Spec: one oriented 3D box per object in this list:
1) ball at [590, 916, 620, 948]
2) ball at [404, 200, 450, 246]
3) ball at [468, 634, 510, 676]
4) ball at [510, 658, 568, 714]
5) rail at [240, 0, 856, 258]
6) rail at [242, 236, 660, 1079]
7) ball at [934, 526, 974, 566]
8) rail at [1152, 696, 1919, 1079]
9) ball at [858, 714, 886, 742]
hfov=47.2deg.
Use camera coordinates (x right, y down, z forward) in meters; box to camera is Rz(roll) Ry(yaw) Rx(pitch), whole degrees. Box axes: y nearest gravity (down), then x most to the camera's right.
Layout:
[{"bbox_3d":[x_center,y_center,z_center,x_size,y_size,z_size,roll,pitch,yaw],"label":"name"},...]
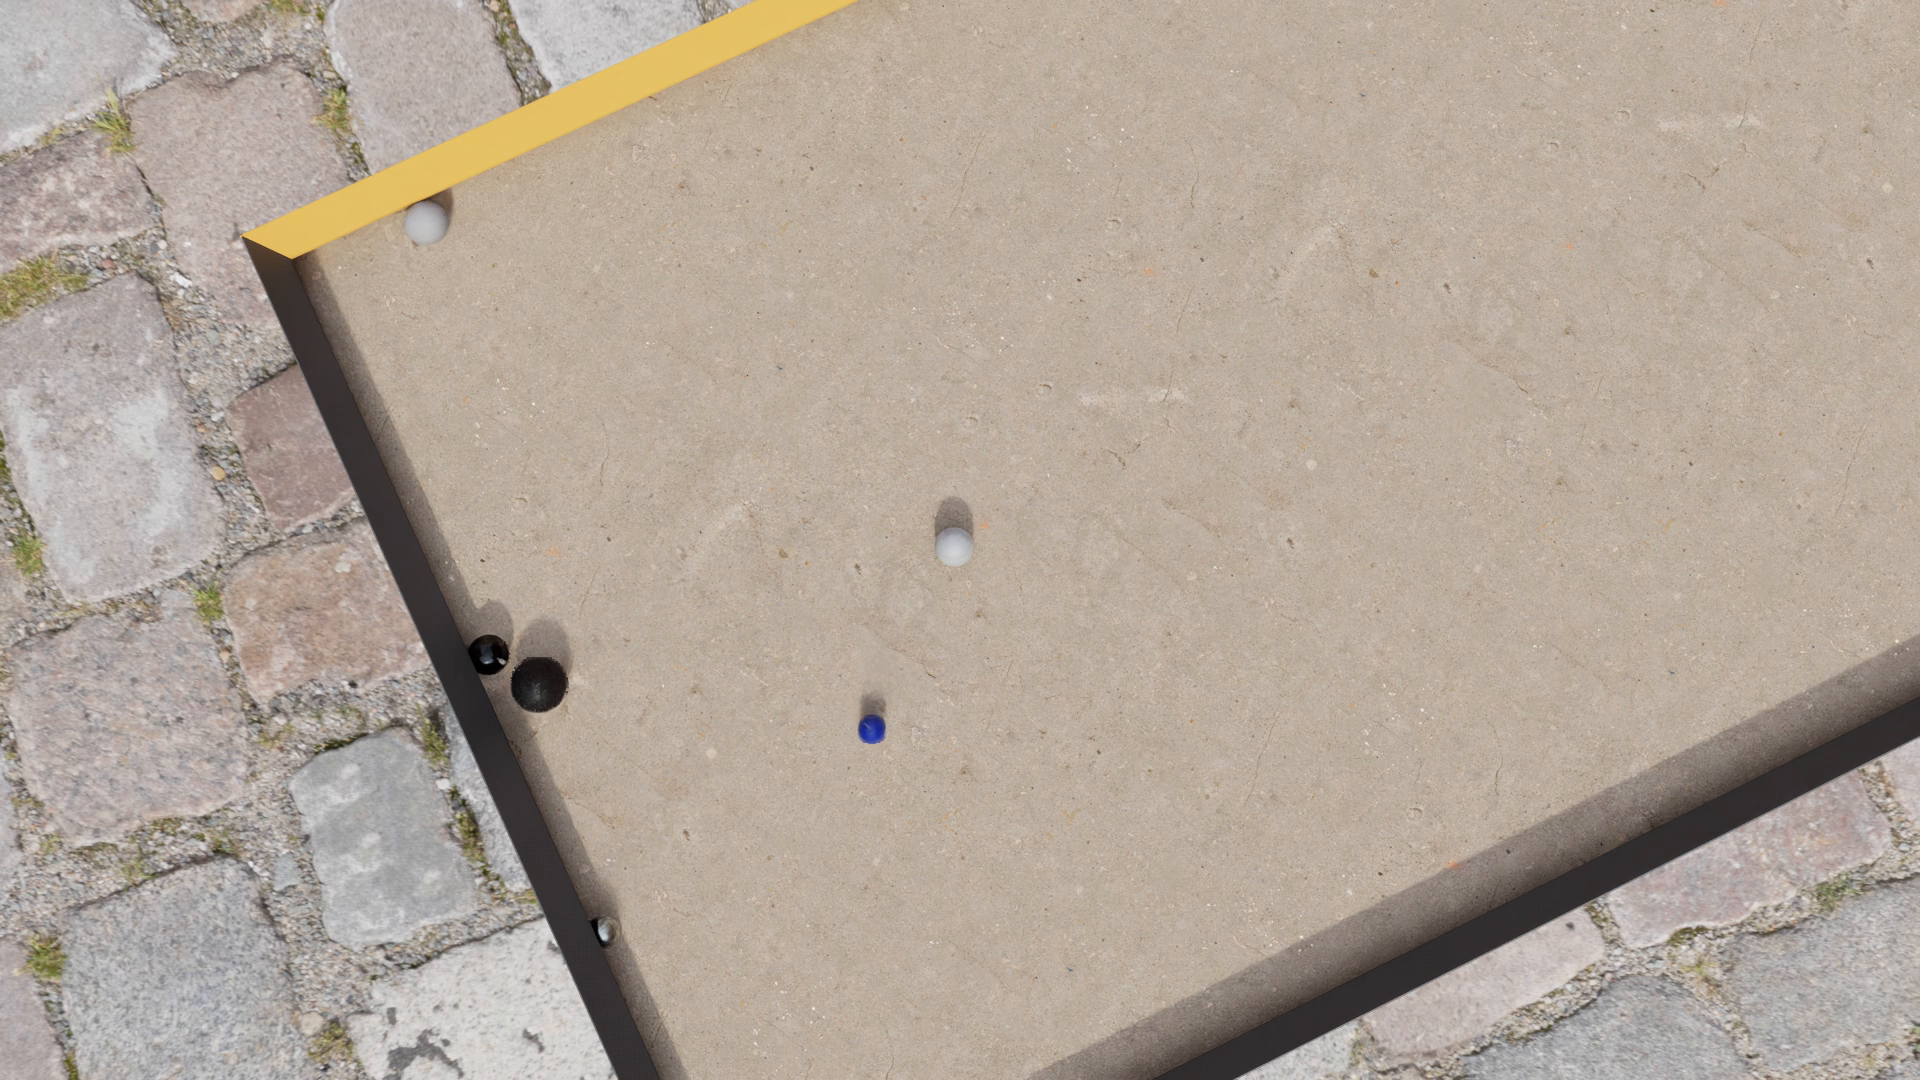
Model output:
[{"bbox_3d":[-0.518,0.569,3.195,0.047,0.047,0.047,0,81,0],"label":"ball"},{"bbox_3d":[-0.814,-0.483,3.352,0.068,0.068,0.068,0,81,0],"label":"ball"},{"bbox_3d":[-0.697,0.170,3.252,0.060,0.060,0.060,0,81,0],"label":"ball"},{"bbox_3d":[-0.619,0.214,3.234,0.082,0.082,0.082,0,81,0],"label":"ball"},{"bbox_3d":[0.326,-1.087,3.428,3.084,0.107,0.045,-26,82,-4],"label":"rail"},{"bbox_3d":[-0.673,0.317,3.205,0.045,0.107,1.739,-26,82,-4],"label":"rail"},{"bbox_3d":[-0.008,0.010,3.278,0.060,0.060,0.060,0,81,0],"label":"ball"},{"bbox_3d":[1.062,0.417,3.189,3.084,0.107,0.045,-26,82,-4],"label":"rail"},{"bbox_3d":[-0.130,0.277,3.245,0.041,0.041,0.041,0,81,0],"label":"ball"}]
